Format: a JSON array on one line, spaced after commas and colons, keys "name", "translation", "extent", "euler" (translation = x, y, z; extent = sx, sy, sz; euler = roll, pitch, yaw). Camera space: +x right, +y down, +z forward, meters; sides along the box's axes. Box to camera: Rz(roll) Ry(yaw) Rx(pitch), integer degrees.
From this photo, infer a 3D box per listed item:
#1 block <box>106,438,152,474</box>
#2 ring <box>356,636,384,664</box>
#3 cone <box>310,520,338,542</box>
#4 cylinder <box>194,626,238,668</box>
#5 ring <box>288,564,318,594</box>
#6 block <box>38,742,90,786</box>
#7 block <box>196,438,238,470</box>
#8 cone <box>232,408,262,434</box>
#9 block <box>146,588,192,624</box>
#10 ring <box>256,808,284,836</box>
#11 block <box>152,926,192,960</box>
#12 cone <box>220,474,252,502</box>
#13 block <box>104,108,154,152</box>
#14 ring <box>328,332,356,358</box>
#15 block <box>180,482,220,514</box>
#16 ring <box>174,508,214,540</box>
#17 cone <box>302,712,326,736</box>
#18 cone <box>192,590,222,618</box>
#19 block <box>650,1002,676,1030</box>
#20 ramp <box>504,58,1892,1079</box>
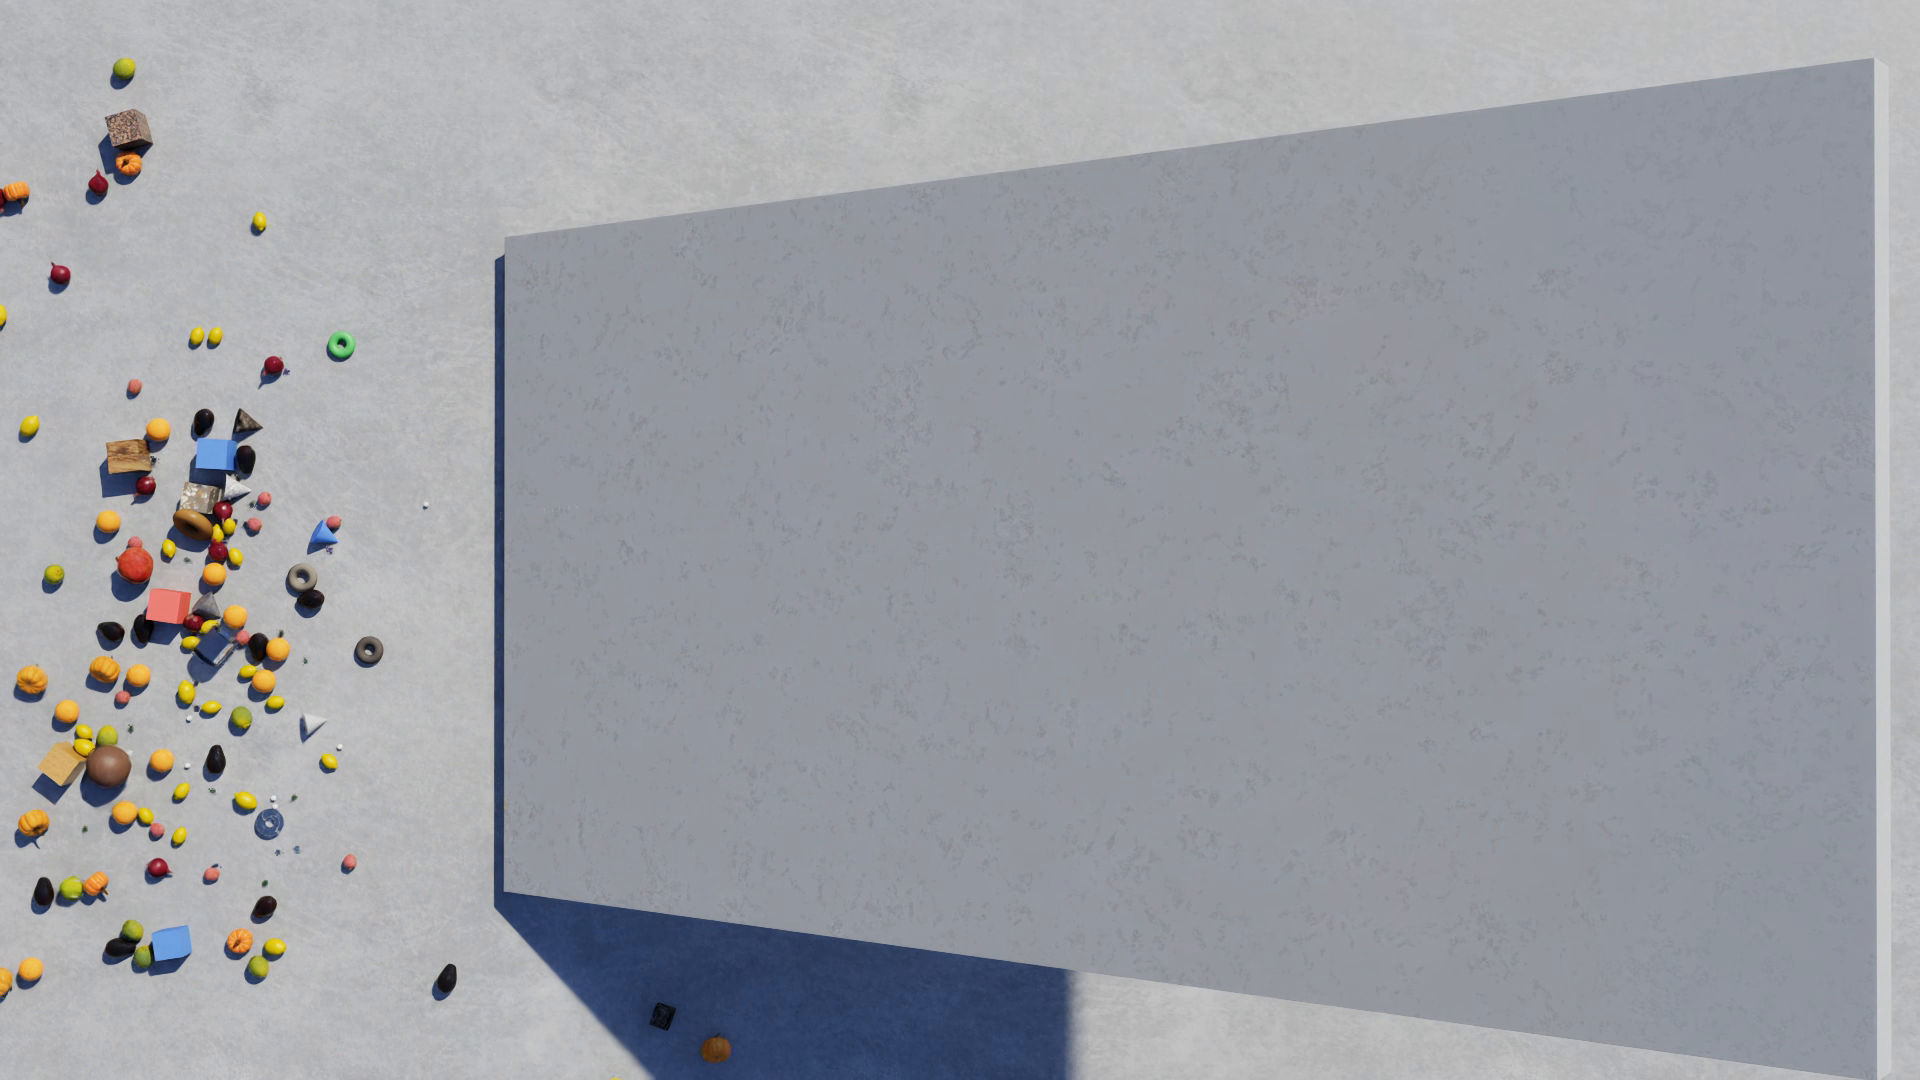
[{"name": "block", "translation": [-2.552, -0.255, 6.753], "extent": [0.095, 0.095, 0.095], "euler": [-7, 90, 0]}, {"name": "ring", "translation": [-1.821, 0.340, 6.783], "extent": [0.087, 0.029, 0.087], "euler": [0, 91, 0]}, {"name": "cone", "translation": [-1.950, -0.009, 6.782], "extent": [0.077, 0.077, 0.077], "euler": [30, 90, -26]}, {"name": "cylinder", "translation": [-2.286, 0.327, 6.751], "extent": [0.092, 0.092, 0.092], "euler": [41, 90, 0]}, {"name": "ring", "translation": [-2.029, 0.118, 6.783], "extent": [0.093, 0.031, 0.093], "euler": [0, 88, 0]}, {"name": "block", "translation": [-2.749, 0.685, 6.748], "extent": [0.092, 0.092, 0.092], "euler": [37, 90, 0]}, {"name": "block", "translation": [-2.283, -0.263, 6.755], "extent": [0.091, 0.091, 0.091], "euler": [3, 90, 0]}, {"name": "cone", "translation": [-2.189, -0.356, 6.783], "extent": [0.083, 0.083, 0.083], "euler": [15, 90, -27]}, {"name": "block", "translation": [-2.429, 0.202, 6.751], "extent": [0.094, 0.094, 0.094], "euler": [9, 90, 0]}, {"name": "ring", "translation": [-2.127, 0.871, 6.779], "extent": [0.087, 0.029, 0.087], "euler": [0, 88, -1]}, {"name": "block", "translation": [-2.418, 1.236, 6.748], "extent": [0.084, 0.084, 0.084], "euler": [-9, 90, 0]}, {"name": "cone", "translation": [-2.226, -0.156, 6.781], "extent": [0.088, 0.088, 0.088], "euler": [8, 90, -27]}, {"name": "block", "translation": [-2.555, -1.259, 6.761], "extent": [0.094, 0.094, 0.094], "euler": [-16, 90, 0]}, {"name": "ring", "translation": [-1.909, -0.603, 6.790], "extent": [0.083, 0.028, 0.083], "euler": [0, 90, -1]}, {"name": "block", "translation": [-2.336, -0.129, 6.758], "extent": [0.084, 0.084, 0.084], "euler": [10, 90, 0]}, {"name": "ring", "translation": [-2.352, -0.047, 6.744], "extent": [0.130, 0.130, 0.043], "euler": [22, 56, 0]}, {"name": "cone", "translation": [-1.984, 0.560, 6.779], "extent": [0.072, 0.072, 0.072], "euler": [-11, 90, -27]}, {"name": "cone", "translation": [-2.306, 0.215, 6.779], "extent": [0.083, 0.083, 0.083], "euler": [-42, 116, 0]}, {"name": "block", "translation": [-0.914, 1.464, 6.759], "extent": [0.060, 0.060, 0.060], "euler": [20, 90, 0]}, {"name": "ramp", "translation": [0.229, 0.064, 5.547], "extent": [4.000, 0.100, 2.000], "euler": [0, 89, 37]}]
